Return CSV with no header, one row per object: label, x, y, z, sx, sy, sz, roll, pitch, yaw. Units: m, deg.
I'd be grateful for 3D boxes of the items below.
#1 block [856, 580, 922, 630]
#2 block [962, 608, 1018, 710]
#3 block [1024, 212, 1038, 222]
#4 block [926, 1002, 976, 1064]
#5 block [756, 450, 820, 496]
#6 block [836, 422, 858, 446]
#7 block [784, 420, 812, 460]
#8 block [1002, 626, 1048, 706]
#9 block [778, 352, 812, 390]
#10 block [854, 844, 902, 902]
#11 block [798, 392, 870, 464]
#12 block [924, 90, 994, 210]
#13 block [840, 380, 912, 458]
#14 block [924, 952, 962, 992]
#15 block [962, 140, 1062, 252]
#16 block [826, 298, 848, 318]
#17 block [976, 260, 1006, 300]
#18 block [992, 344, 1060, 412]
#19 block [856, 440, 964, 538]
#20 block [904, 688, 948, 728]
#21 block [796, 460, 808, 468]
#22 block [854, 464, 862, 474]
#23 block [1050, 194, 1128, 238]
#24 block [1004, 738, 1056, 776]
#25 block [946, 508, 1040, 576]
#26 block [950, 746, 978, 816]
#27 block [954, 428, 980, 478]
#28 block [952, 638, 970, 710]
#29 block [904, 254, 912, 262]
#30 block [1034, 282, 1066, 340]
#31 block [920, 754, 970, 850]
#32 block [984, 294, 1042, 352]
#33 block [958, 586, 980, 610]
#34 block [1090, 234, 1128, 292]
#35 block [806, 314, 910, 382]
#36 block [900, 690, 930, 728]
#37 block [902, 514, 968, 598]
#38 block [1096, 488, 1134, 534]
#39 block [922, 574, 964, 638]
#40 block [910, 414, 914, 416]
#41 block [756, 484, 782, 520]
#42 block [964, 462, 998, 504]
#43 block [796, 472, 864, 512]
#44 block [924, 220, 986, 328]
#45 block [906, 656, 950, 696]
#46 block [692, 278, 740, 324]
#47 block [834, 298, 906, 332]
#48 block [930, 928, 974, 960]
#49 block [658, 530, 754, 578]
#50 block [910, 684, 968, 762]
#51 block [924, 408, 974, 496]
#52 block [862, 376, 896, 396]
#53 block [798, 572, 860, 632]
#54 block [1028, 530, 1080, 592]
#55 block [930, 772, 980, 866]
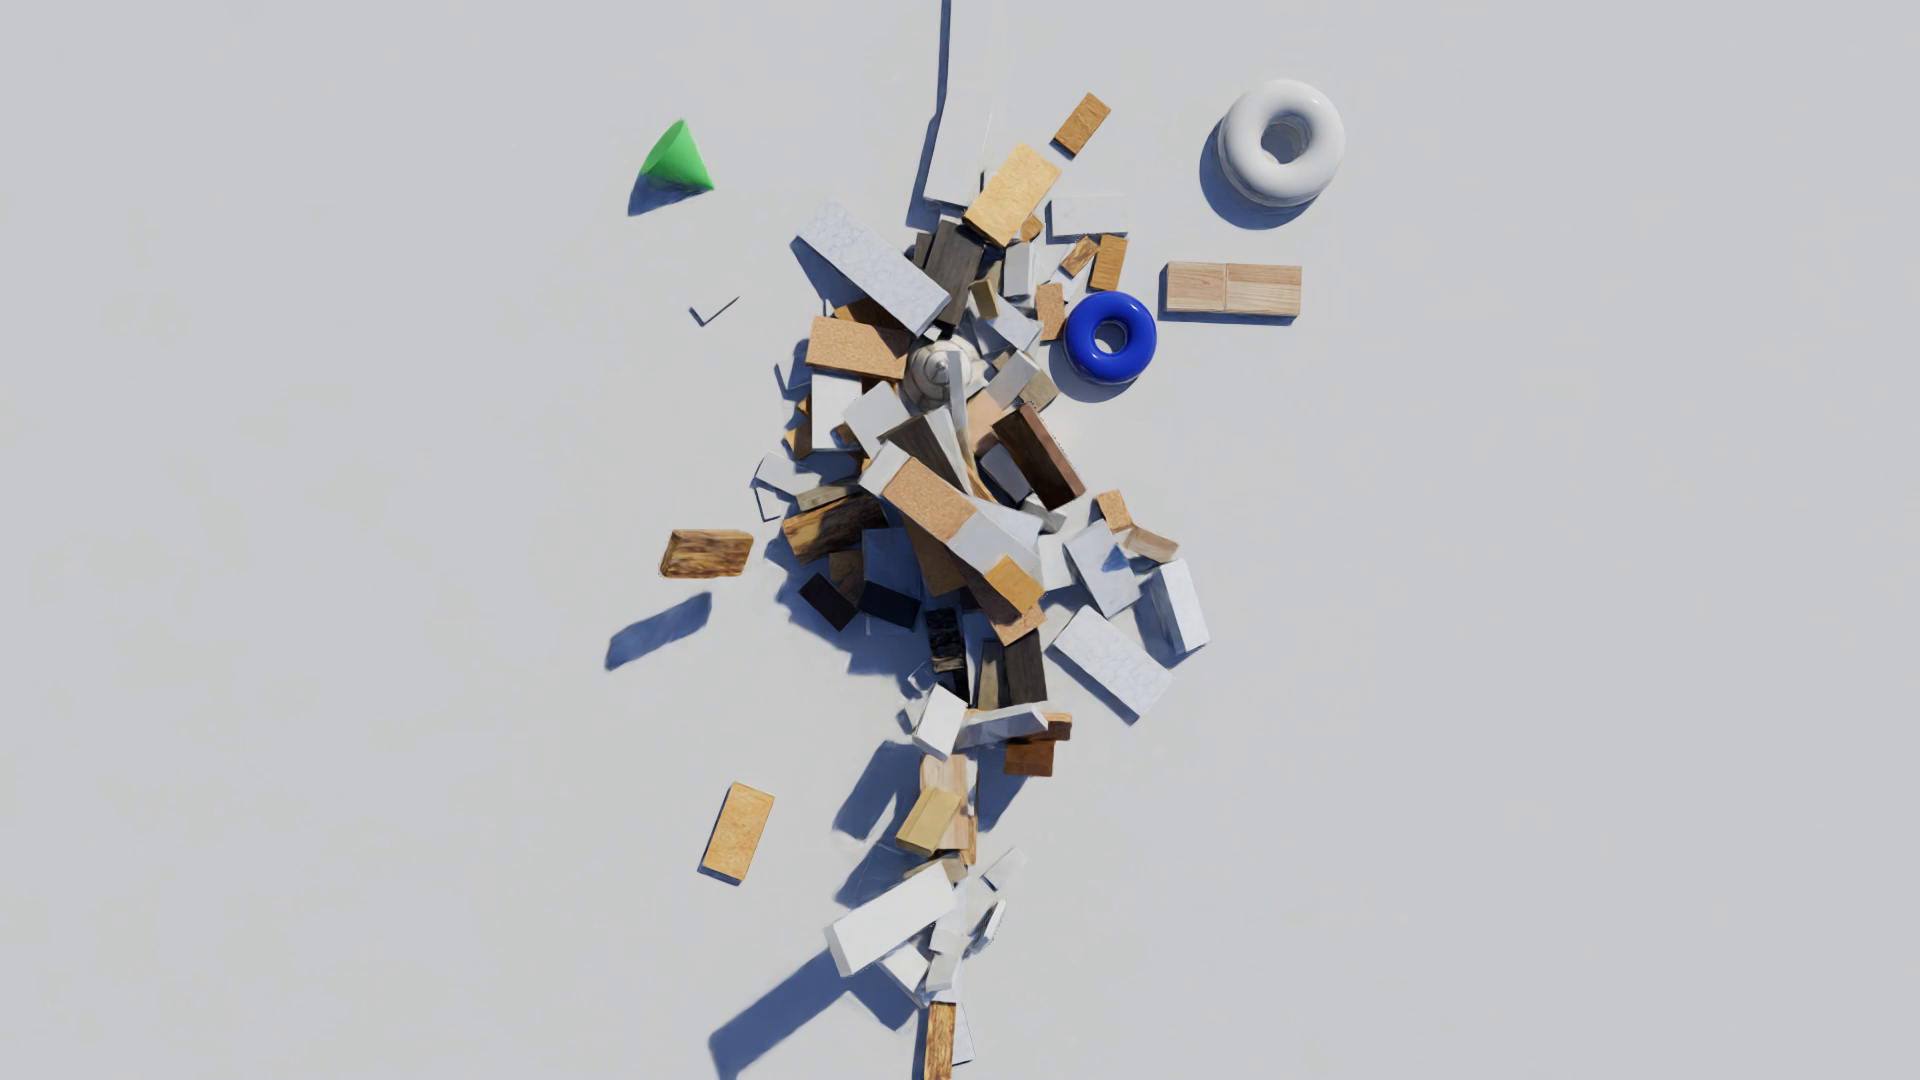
block,-0.234,0.213,5.396,0.199,0.028,0.099,22,84,-19
block,0.109,0.396,5.355,0.175,0.050,0.350,-6,101,-3
block,0.217,-1.038,5.492,0.054,0.015,0.107,22,90,0
block,-0.033,1.619,5.483,0.117,0.033,0.235,-14,90,0
block,-0.568,-0.212,5.469,0.194,0.028,0.097,26,98,-5
block,-0.331,-0.365,5.365,0.128,0.018,0.064,-29,84,-12
block,-0.476,-0.355,5.486,0.194,0.028,0.097,-30,90,0
block,0.206,0.404,5.277,0.117,0.033,0.235,-8,93,-3
block,-0.500,-0.577,5.486,0.194,0.028,0.097,-19,90,0
block,-0.272,1.117,5.486,0.095,0.027,0.191,23,90,0
block,-0.372,-0.392,5.445,0.303,0.043,0.152,41,77,3
block,-0.006,-1.282,5.418,0.152,0.043,0.358,13,90,0
block,-0.212,-0.316,5.248,0.176,0.050,0.353,-37,72,9
block,-0.053,1.392,5.323,0.089,0.177,0.025,-10,107,13
block,0.169,-1.128,5.403,0.168,0.048,0.336,37,75,-5
block,-0.407,-0.728,5.490,0.073,0.021,0.147,-1,90,0
block,0.108,-0.836,5.487,0.091,0.026,0.182,-5,90,0
block,0.220,-0.540,5.461,0.111,0.031,0.222,-39,97,10
block,-0.140,-0.152,5.057,0.318,0.045,0.159,35,94,-15
block,-0.099,0.556,5.466,0.155,0.022,0.077,-22,94,-3
block,-0.563,-0.232,5.492,0.109,0.015,0.054,-5,90,0
block,-0.315,-0.254,5.492,0.054,0.015,0.109,14,90,0
block,0.431,-1.078,5.482,0.251,0.036,0.126,-3,90,0
block,0.230,0.681,5.342,0.152,0.304,0.043,3,106,5
block,0.105,0.037,5.037,0.145,0.041,0.291,-48,129,6
block,-0.021,0.752,5.438,0.153,0.043,0.305,4,74,0
block,-0.004,-0.256,5.342,0.100,0.028,0.200,-9,106,25
block,0.065,0.436,5.451,0.175,0.050,0.350,-12,84,-4
block,-0.221,-0.883,5.490,0.147,0.021,0.073,-25,90,0
block,0.301,-0.757,5.469,0.090,0.026,0.181,-7,102,0
block,-0.051,0.852,5.359,0.153,0.043,0.305,-3,74,4
block,0.165,-0.712,5.408,0.190,0.027,0.095,41,104,10
block,0.057,0.113,5.358,0.134,0.038,0.268,-8,95,-1
block,0.496,-0.920,5.487,0.089,0.025,0.178,13,90,0
block,-0.333,-0.626,5.400,0.321,0.046,0.161,10,80,-4
block,-0.127,0.550,5.489,0.077,0.022,0.155,29,90,0
block,-0.065,-0.013,5.256,0.176,0.050,0.353,-20,91,17
block,0.510,-0.096,5.437,0.081,0.023,0.161,-17,49,-2
block,-0.032,0.150,5.440,0.175,0.050,0.350,-8,78,0
block,-0.216,-0.405,5.486,0.134,0.019,0.067,24,97,0
block,-0.637,-0.127,5.492,0.054,0.015,0.109,-16,90,0
block,0.022,-0.166,5.333,0.100,0.028,0.200,-38,92,29
block,-0.351,-0.186,5.428,0.382,0.100,0.028,-20,111,-4
block,-0.033,-0.870,5.395,0.161,0.046,0.322,18,84,-2
block,-0.092,0.437,5.473,0.155,0.022,0.077,-42,90,-12
block,-0.814,-0.796,5.490,0.147,0.021,0.073,-38,90,0
block,-0.251,-0.739,5.466,0.303,0.043,0.152,-20,90,-5
block,-0.027,1.324,5.416,0.137,0.019,0.068,14,87,2
block,-0.790,0.045,5.156,0.041,0.291,0.145,40,116,37
block,-0.063,0.569,5.144,0.123,0.247,0.035,34,128,-10
block,-0.063,-0.181,5.290,0.176,0.050,0.446,-16,91,17
block,-0.282,-0.511,5.491,0.134,0.019,0.067,3,90,0
block,-0.436,0.206,5.487,0.190,0.027,0.095,44,90,0
block,0.299,0.069,5.330,0.049,0.348,0.174,-8,90,23
block,-0.018,0.915,5.440,0.153,0.043,0.305,3,75,0
